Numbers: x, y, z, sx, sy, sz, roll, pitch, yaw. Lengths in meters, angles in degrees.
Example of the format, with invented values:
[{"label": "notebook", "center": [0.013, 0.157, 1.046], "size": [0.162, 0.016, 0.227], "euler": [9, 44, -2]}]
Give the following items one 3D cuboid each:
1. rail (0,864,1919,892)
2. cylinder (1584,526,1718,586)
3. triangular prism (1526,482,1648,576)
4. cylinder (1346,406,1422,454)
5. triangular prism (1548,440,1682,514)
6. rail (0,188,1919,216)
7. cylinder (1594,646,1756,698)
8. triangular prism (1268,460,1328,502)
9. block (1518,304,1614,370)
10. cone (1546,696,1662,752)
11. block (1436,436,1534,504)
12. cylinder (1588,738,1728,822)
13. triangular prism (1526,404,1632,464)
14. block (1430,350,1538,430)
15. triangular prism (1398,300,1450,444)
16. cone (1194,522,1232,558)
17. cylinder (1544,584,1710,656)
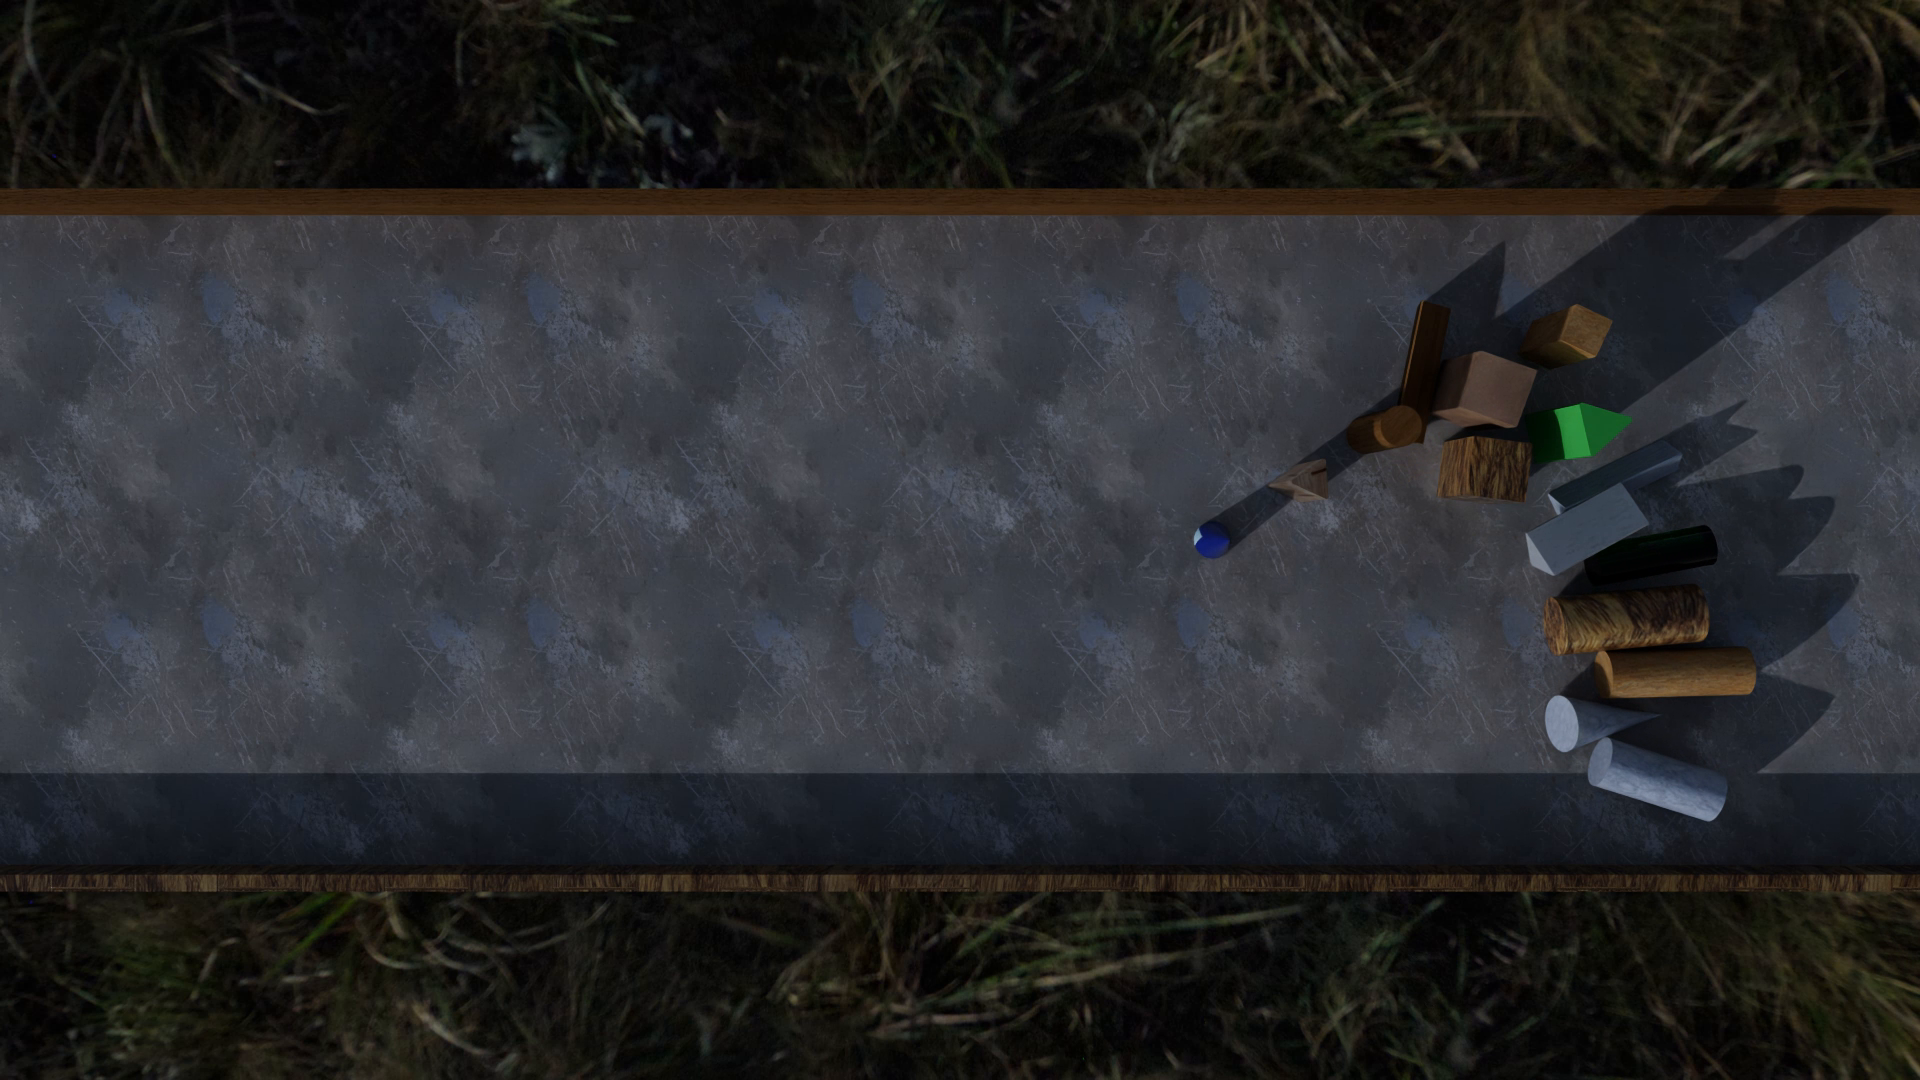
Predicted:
[{"label": "rail", "center": [-2.247, 1.025, 5.001], "size": [12.000, 0.150, 0.050], "euler": [0, 90, 0]}, {"label": "cylinder", "center": [2.098, 0.047, 5.015], "size": [0.358, 0.123, 0.123], "euler": [-10, 90, 0]}, {"label": "triangular prism", "center": [1.896, -0.011, 4.975], "size": [0.324, 0.132, 0.153], "euler": [-29, 133, 0]}, {"label": "cylinder", "center": [1.249, -0.323, 4.872], "size": [0.117, 0.408, 0.117], "euler": [0, 90, 0]}, {"label": "triangular prism", "center": [2.007, -0.178, 5.029], "size": [0.390, 0.090, 0.104], "euler": [-25, 90, 0]}, {"label": "rail", "center": [-2.247, -1.025, 5.002], "size": [12.000, 0.150, 0.050], "euler": [0, 90, 0]}, {"label": "cylinder", "center": [2.166, 0.402, 5.003], "size": [0.428, 0.147, 0.147], "euler": [-2, 90, 0]}, {"label": "triangular prism", "center": [1.016, -0.186, 4.885], "size": [0.114, 0.383, 0.099], "euler": [25, 90, 0]}, {"label": "block", "center": [1.789, -0.599, 4.891], "size": [0.113, 0.371, 0.113], "euler": [25, 90, 0]}, {"label": "cone", "center": [1.992, 0.547, 5.035], "size": [0.352, 0.171, 0.171], "euler": [-3, 90, -14]}, {"label": "block", "center": [1.563, -0.205, 4.925], "size": [0.172, 0.304, 0.172], "euler": [8, 90, 0]}, {"label": "cylinder", "center": [2.112, 0.725, 5.000], "size": [0.361, 0.154, 0.154], "euler": [17, 90, 0]}, {"label": "triangular prism", "center": [1.785, -0.336, 4.851], "size": [0.153, 0.451, 0.132], "euler": [-43, 90, 0]}, {"label": "block", "center": [1.534, -0.437, 4.878], "size": [0.170, 0.391, 0.170], "euler": [19, 92, 0]}, {"label": "triangular prism", "center": [1.380, -0.511, 5.006], "size": [0.107, 0.092, 0.418], "euler": [12, 90, 39]}, {"label": "cone", "center": [0.778, 0.000, 4.917], "size": [0.115, 0.319, 0.115], "euler": [0, 90, 0]}, {"label": "cylinder", "center": [2.011, 0.240, 4.988], "size": [0.431, 0.178, 0.178], "euler": [-5, 90, 0]}]
